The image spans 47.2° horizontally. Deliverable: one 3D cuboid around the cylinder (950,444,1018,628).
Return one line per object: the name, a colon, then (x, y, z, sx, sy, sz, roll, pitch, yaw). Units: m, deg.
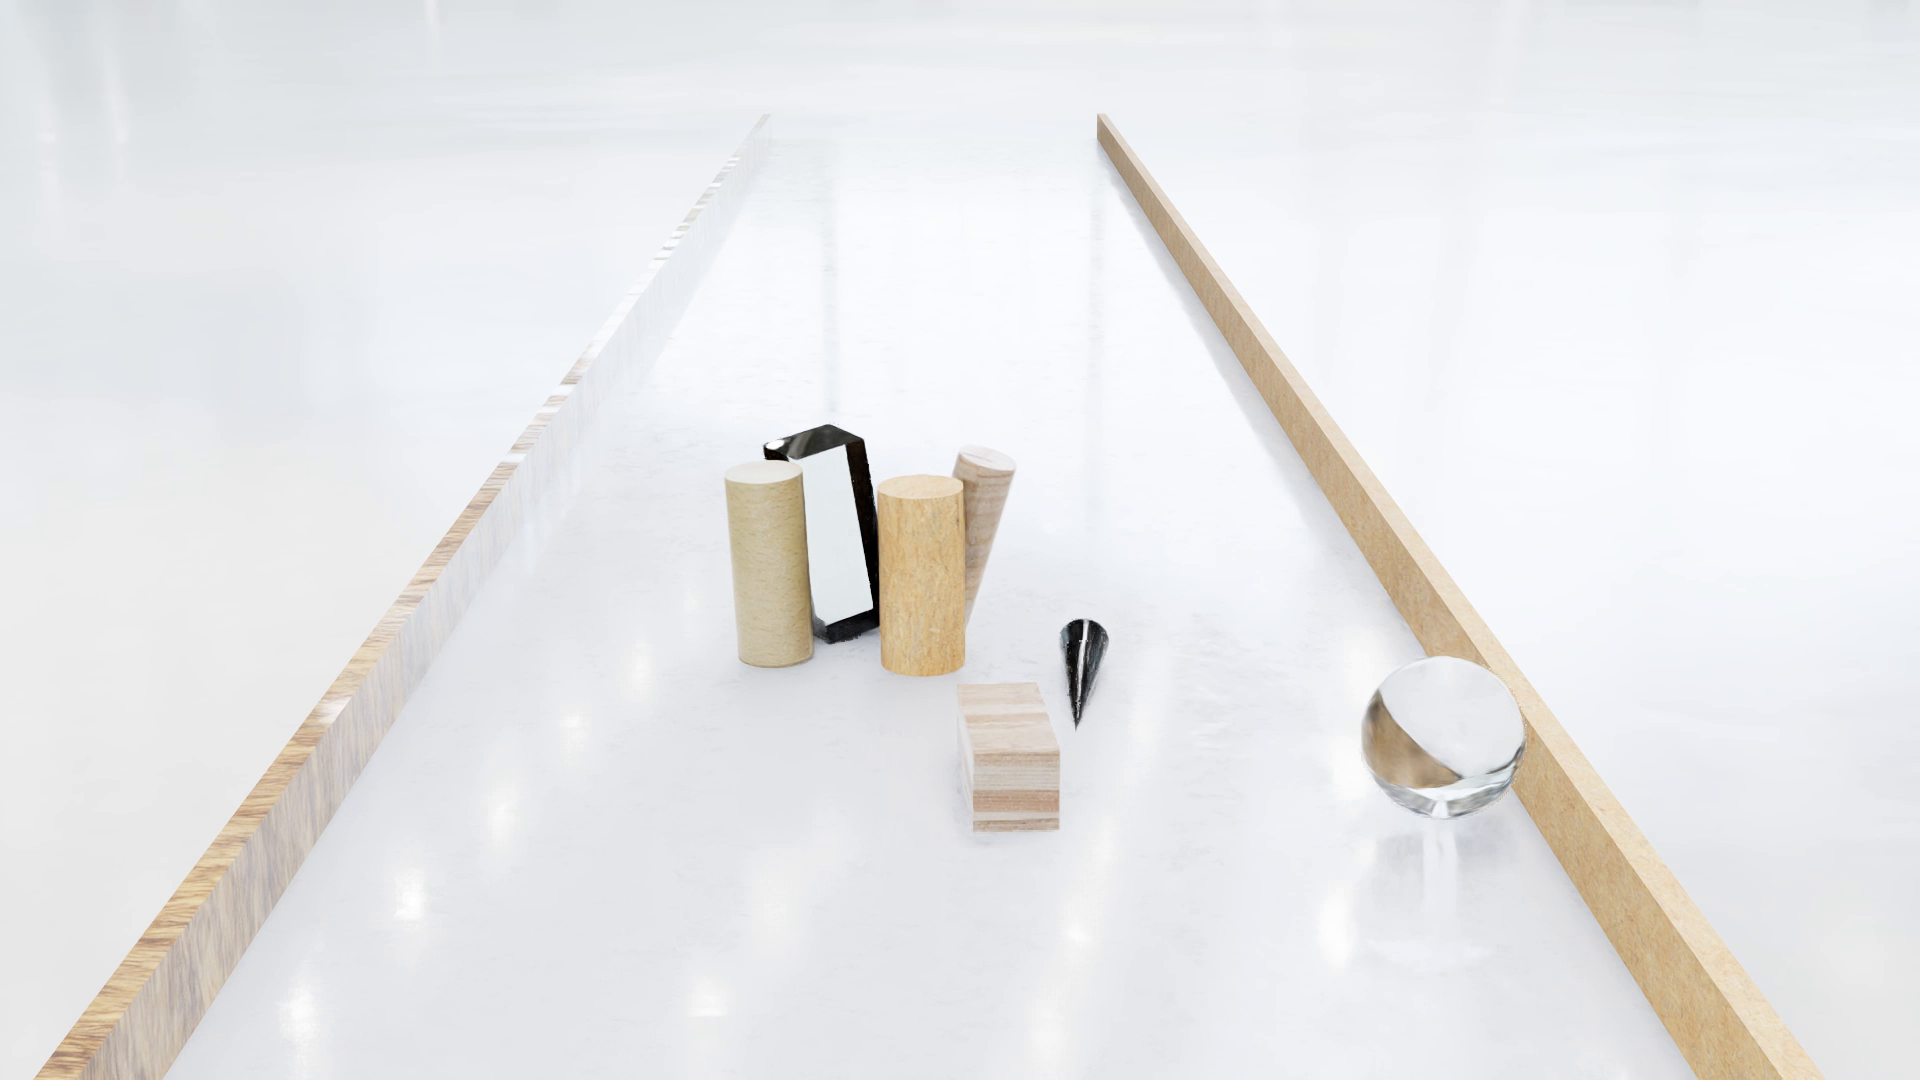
cylinder: (0.003, 0.010, 4.474, 0.122, 0.391, 0.122, 15, 21, -6)

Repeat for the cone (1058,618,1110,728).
cone: (0.229, 0.277, 4.207, 0.102, 0.102, 0.362, 1, 25, 5)

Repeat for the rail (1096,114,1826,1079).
rail: (0.932, -0.844, 7.801, 0.050, 0.150, 12.000, 0, 17, -1)

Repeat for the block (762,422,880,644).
block: (-0.270, -0.014, 4.529, 0.156, 0.404, 0.156, -19, 23, -26)

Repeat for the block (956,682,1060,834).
block: (0.079, 0.367, 3.745, 0.142, 0.142, 0.323, -1, 17, -5)

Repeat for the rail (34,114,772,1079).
rail: (-1.118, -0.838, 7.780, 0.050, 0.150, 12.000, 0, 17, -1)

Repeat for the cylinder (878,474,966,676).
cylinder: (-0.075, 0.069, 4.346, 0.170, 0.365, 0.170, 0, 18, 0)

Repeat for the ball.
ball: (0.789, 0.322, 3.600, 0.264, 0.264, 0.264, 0, 17, 0)

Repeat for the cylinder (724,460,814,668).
cylinder: (-0.378, 0.048, 4.379, 0.155, 0.384, 0.155, -2, 19, 1)
